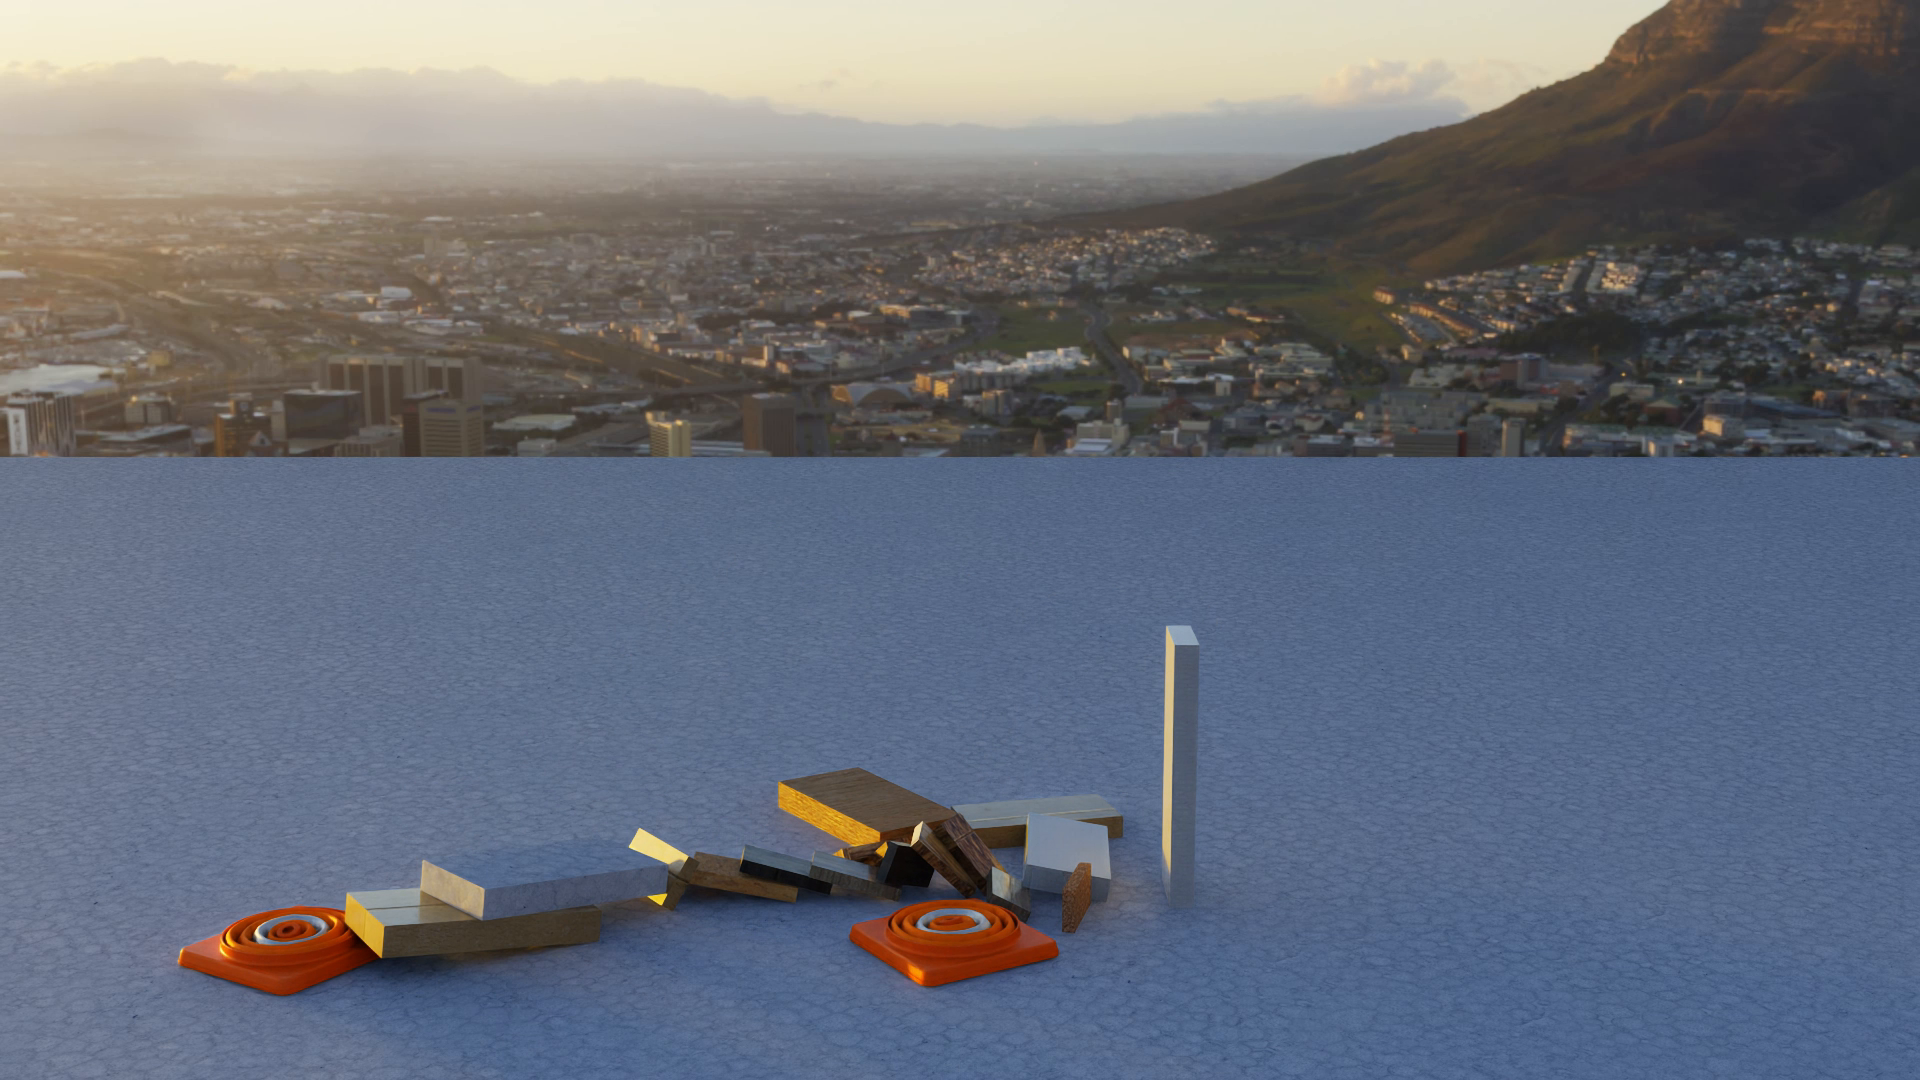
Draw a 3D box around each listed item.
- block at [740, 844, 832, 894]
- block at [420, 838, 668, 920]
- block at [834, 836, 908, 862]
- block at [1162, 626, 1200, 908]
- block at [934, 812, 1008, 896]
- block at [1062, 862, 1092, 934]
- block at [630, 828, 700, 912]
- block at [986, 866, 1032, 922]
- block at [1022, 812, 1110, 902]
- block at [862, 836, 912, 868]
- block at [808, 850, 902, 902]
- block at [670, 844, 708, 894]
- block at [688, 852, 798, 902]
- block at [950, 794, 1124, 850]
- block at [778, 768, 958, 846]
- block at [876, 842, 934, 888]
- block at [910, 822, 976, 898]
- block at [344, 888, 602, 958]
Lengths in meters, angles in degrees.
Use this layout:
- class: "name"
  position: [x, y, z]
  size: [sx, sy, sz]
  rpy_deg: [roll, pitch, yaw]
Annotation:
- class: "block"
  position: [-0.288, 0.548, 3.662]
  size: [0.154, 0.022, 0.077]
  rpy_deg: [15, 10, -5]
- class: "block"
  position: [-0.660, 0.538, 3.512]
  size: [0.175, 0.049, 0.349]
  rpy_deg: [12, 9, 44]
- class: "block"
  position: [-0.148, 0.539, 3.785]
  size: [0.154, 0.022, 0.077]
  rpy_deg: [-6, -18, -31]
- class: "block"
  position: [0.363, 0.373, 3.630]
  size: [0.040, 0.442, 0.141]
  rpy_deg: [0, 11, 0]
- class: "block"
  position: [0.021, 0.528, 3.693]
  size: [0.020, 0.139, 0.070]
  rpy_deg: [-44, -12, 27]
- class: "block"
  position: [0.189, 0.577, 3.551]
  size: [0.020, 0.070, 0.140]
  rpy_deg: [3, 11, 14]
- class: "block"
  position: [-0.506, 0.547, 3.659]
  size: [0.025, 0.090, 0.179]
  rpy_deg: [35, -12, -34]
- class: "block"
  position: [0.079, 0.578, 3.590]
  size: [0.070, 0.020, 0.140]
  rpy_deg: [27, 9, -4]
- class: "block"
  position: [0.182, 0.540, 3.764]
  size: [0.141, 0.040, 0.283]
  rpy_deg: [10, 11, 1]
- class: "block"
  position: [-0.113, 0.532, 3.727]
  size: [0.066, 0.019, 0.132]
  rpy_deg: [-9, -20, -25]
- class: "block"
  position: [-0.173, 0.559, 3.662]
  size: [0.154, 0.022, 0.077]
  rpy_deg: [16, 10, -3]
- class: "block"
  position: [-0.484, 0.561, 3.755]
  size: [0.090, 0.025, 0.179]
  rpy_deg: [-8, 13, -38]
- class: "block"
  position: [-0.358, 0.561, 3.662]
  size: [0.179, 0.025, 0.090]
  rpy_deg: [11, 10, -3]
- class: "block"
  position: [0.138, 0.510, 3.988]
  size: [0.283, 0.040, 0.141]
  rpy_deg: [-3, 11, -15]
- class: "block"
  position: [-0.167, 0.497, 4.033]
  size: [0.175, 0.049, 0.366]
  rpy_deg: [-7, 13, -33]
- class: "block"
  position: [-0.084, 0.538, 3.649]
  size: [0.019, 0.066, 0.132]
  rpy_deg: [21, 1, 34]
- class: "block"
  position: [-0.025, 0.532, 3.658]
  size: [0.019, 0.132, 0.066]
  rpy_deg: [-42, 11, 18]
- class: "block"
  position: [-0.757, 0.587, 3.425]
  size: [0.349, 0.049, 0.175]
  rpy_deg: [2, 8, -34]
